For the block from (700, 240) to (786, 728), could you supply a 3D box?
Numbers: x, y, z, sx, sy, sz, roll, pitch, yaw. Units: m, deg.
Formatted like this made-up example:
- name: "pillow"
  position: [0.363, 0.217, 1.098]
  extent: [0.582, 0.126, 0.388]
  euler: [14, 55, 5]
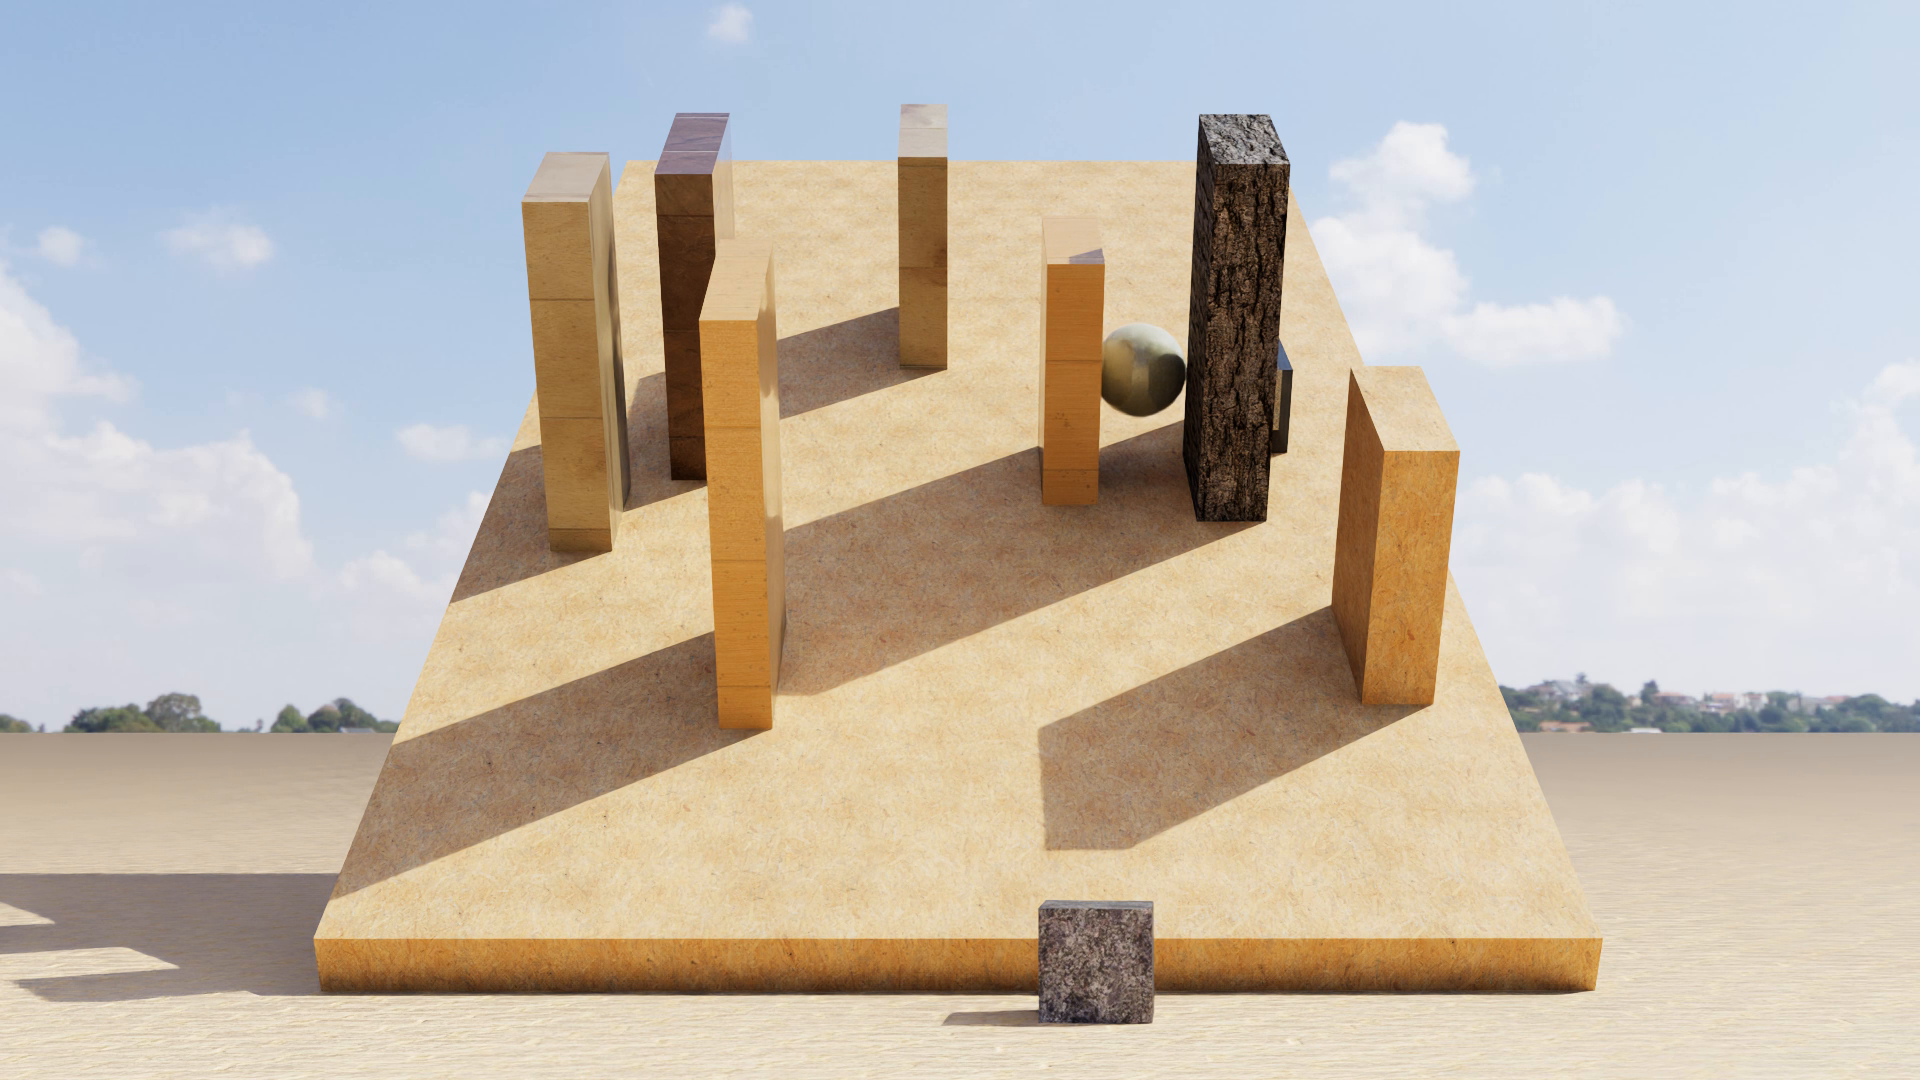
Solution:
- name: "block"
  position: [-0.383, -0.101, 4.231]
  extent: [0.095, 0.780, 0.401]
  euler: [0, 26, 0]

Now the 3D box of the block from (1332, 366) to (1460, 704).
- name: "block"
  position: [0.798, -0.014, 4.370]
  extent: [0.131, 0.507, 0.387]
  euler: [0, 26, 0]

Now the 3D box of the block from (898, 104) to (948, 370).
- name: "block"
  position: [-0.089, -0.751, 5.817]
  extent: [0.116, 0.534, 0.441]
  euler: [0, 26, 0]

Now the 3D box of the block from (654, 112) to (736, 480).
- name: "block"
  position: [-0.571, -0.541, 5.211]
  extent: [0.119, 0.694, 0.445]
  euler: [0, 26, 0]

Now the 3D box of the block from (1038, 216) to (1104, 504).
- name: "block"
  position: [0.236, -0.388, 5.077]
  extent: [0.118, 0.543, 0.308]
  euler: [0, 26, 0]

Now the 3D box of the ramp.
- name: "ramp"
  position: [-0.010, -0.228, 5.477]
  extent: [2.000, 0.100, 4.000]
  euler: [0, 26, 0]

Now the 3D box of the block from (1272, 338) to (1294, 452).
- name: "block"
  position: [0.631, -0.329, 5.346]
  extent: [0.201, 0.201, 0.201]
  euler: [-1, 26, -2]

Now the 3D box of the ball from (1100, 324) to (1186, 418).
- name: "ball"
  position: [0.398, -0.376, 5.234]
  extent: [0.208, 0.208, 0.208]
  euler: [0, -5, 0]

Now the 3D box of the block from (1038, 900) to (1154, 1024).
- name: "block"
  position: [0.197, 0.602, 3.385]
  extent: [0.159, 0.159, 0.159]
  euler: [0, -5, 6]

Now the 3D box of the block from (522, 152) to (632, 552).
- name: "block"
  position: [-0.778, -0.384, 4.833]
  extent: [0.127, 0.748, 0.322]
  euler: [0, 26, 0]

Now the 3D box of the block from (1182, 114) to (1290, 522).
- name: "block"
  position: [0.574, -0.466, 4.969]
  extent: [0.147, 0.781, 0.346]
  euler: [0, 26, 0]
